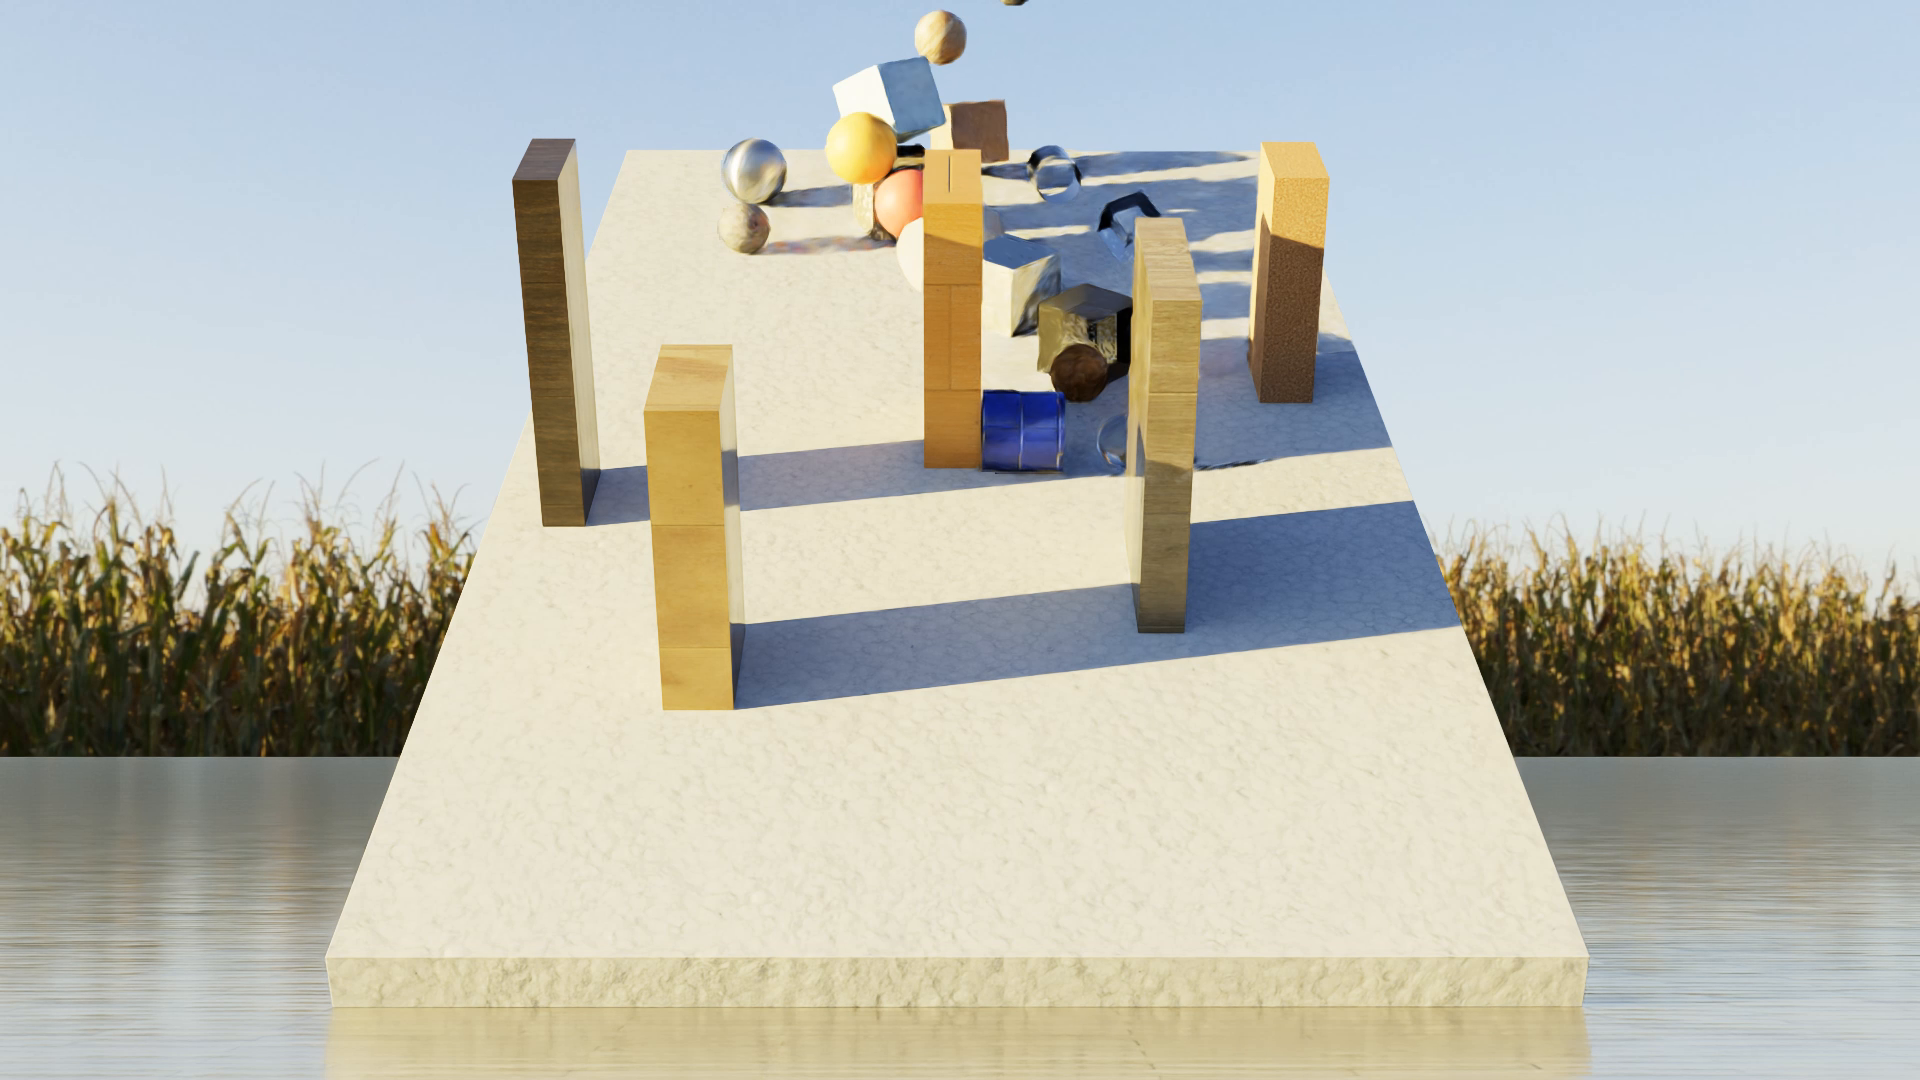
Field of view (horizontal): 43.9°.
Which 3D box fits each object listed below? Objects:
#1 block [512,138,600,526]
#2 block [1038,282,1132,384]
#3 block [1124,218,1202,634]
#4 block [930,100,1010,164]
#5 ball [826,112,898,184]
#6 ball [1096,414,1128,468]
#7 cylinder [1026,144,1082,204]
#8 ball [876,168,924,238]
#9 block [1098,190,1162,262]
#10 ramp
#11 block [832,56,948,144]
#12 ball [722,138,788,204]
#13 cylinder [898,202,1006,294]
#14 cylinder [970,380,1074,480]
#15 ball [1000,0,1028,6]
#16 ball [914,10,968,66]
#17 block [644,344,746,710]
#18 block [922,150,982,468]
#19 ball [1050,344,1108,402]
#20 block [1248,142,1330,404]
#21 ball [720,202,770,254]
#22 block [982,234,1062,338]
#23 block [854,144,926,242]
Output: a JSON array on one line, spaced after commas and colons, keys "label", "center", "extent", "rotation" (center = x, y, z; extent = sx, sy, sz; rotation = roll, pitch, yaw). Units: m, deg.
[{"label": "block", "center": [-0.844, -0.431, 5.009], "extent": [0.091, 0.774, 0.261], "rotation": [0, 28, 0]}, {"label": "block", "center": [0.315, -0.496, 5.781], "extent": [0.178, 0.178, 0.178], "rotation": [22, 35, 36]}, {"label": "block", "center": [0.395, -0.230, 4.709], "extent": [0.091, 0.701, 0.441], "rotation": [0, 28, 0]}, {"label": "block", "center": [0.025, -1.205, 7.047], "extent": [0.176, 0.176, 0.176], "rotation": [-9, 13, -20]}, {"label": "ball", "center": [-0.265, -1.057, 6.424], "extent": [0.194, 0.194, 0.194], "rotation": [0, -5, 0]}, {"label": "ball", "center": [0.365, -0.222, 5.323], "extent": [0.118, 0.118, 0.118], "rotation": [0, -5, 0]}, {"label": "cylinder", "center": [0.272, -1.062, 6.909], "extent": [0.134, 0.134, 0.134], "rotation": [1, 27, -12]}, {"label": "ball", "center": [-0.135, -0.906, 6.419], "extent": [0.187, 0.187, 0.187], "rotation": [0, -5, 0]}, {"label": "block", "center": [0.457, -0.837, 6.359], "extent": [0.117, 0.117, 0.117], "rotation": [-22, -27, -22]}, {"label": "ramp", "center": [-0.011, -0.224, 5.560], "extent": [2.000, 0.100, 4.000], "rotation": [0, 28, 0]}, {"label": "block", "center": [-0.195, -1.209, 6.610], "extent": [0.195, 0.195, 0.195], "rotation": [-20, 5, -42]}, {"label": "ball", "center": [-0.590, -1.061, 6.846], "extent": [0.187, 0.187, 0.187], "rotation": [0, -5, 0]}, {"label": "cylinder", "center": [-0.020, -0.772, 6.273], "extent": [0.207, 0.207, 0.207], "rotation": [-5, 19, 42]}, {"label": "cylinder", "center": [0.138, -0.243, 5.290], "extent": [0.179, 0.179, 0.179], "rotation": [18, -9, -11]}, {"label": "ball", "center": [0.159, -1.632, 7.012], "extent": [0.119, 0.119, 0.119], "rotation": [0, -5, 0]}, {"label": "ball", "center": [-0.057, -1.489, 7.058], "extent": [0.160, 0.160, 0.160], "rotation": [0, -5, 0]}, {"label": "block", "center": [-0.486, -0.022, 4.406], "extent": [0.131, 0.610, 0.295], "rotation": [0, 28, 0]}, {"label": "block", "center": [-0.017, -0.520, 5.346], "extent": [0.126, 0.623, 0.361], "rotation": [0, 28, 0]}, {"label": "ball", "center": [0.282, -0.395, 5.629], "extent": [0.139, 0.139, 0.139], "rotation": [0, -5, 0]}, {"label": "block", "center": [0.774, -0.633, 5.635], "extent": [0.125, 0.559, 0.260], "rotation": [0, 28, 0]}, {"label": "ball", "center": [-0.588, -0.852, 6.499], "extent": [0.139, 0.139, 0.139], "rotation": [0, -5, 0]}, {"label": "block", "center": [0.127, -0.650, 6.068], "extent": [0.183, 0.183, 0.183], "rotation": [24, 36, 38]}, {"label": "block", "center": [-0.176, -0.973, 6.665], "extent": [0.198, 0.198, 0.198], "rotation": [-8, 29, -16]}]
